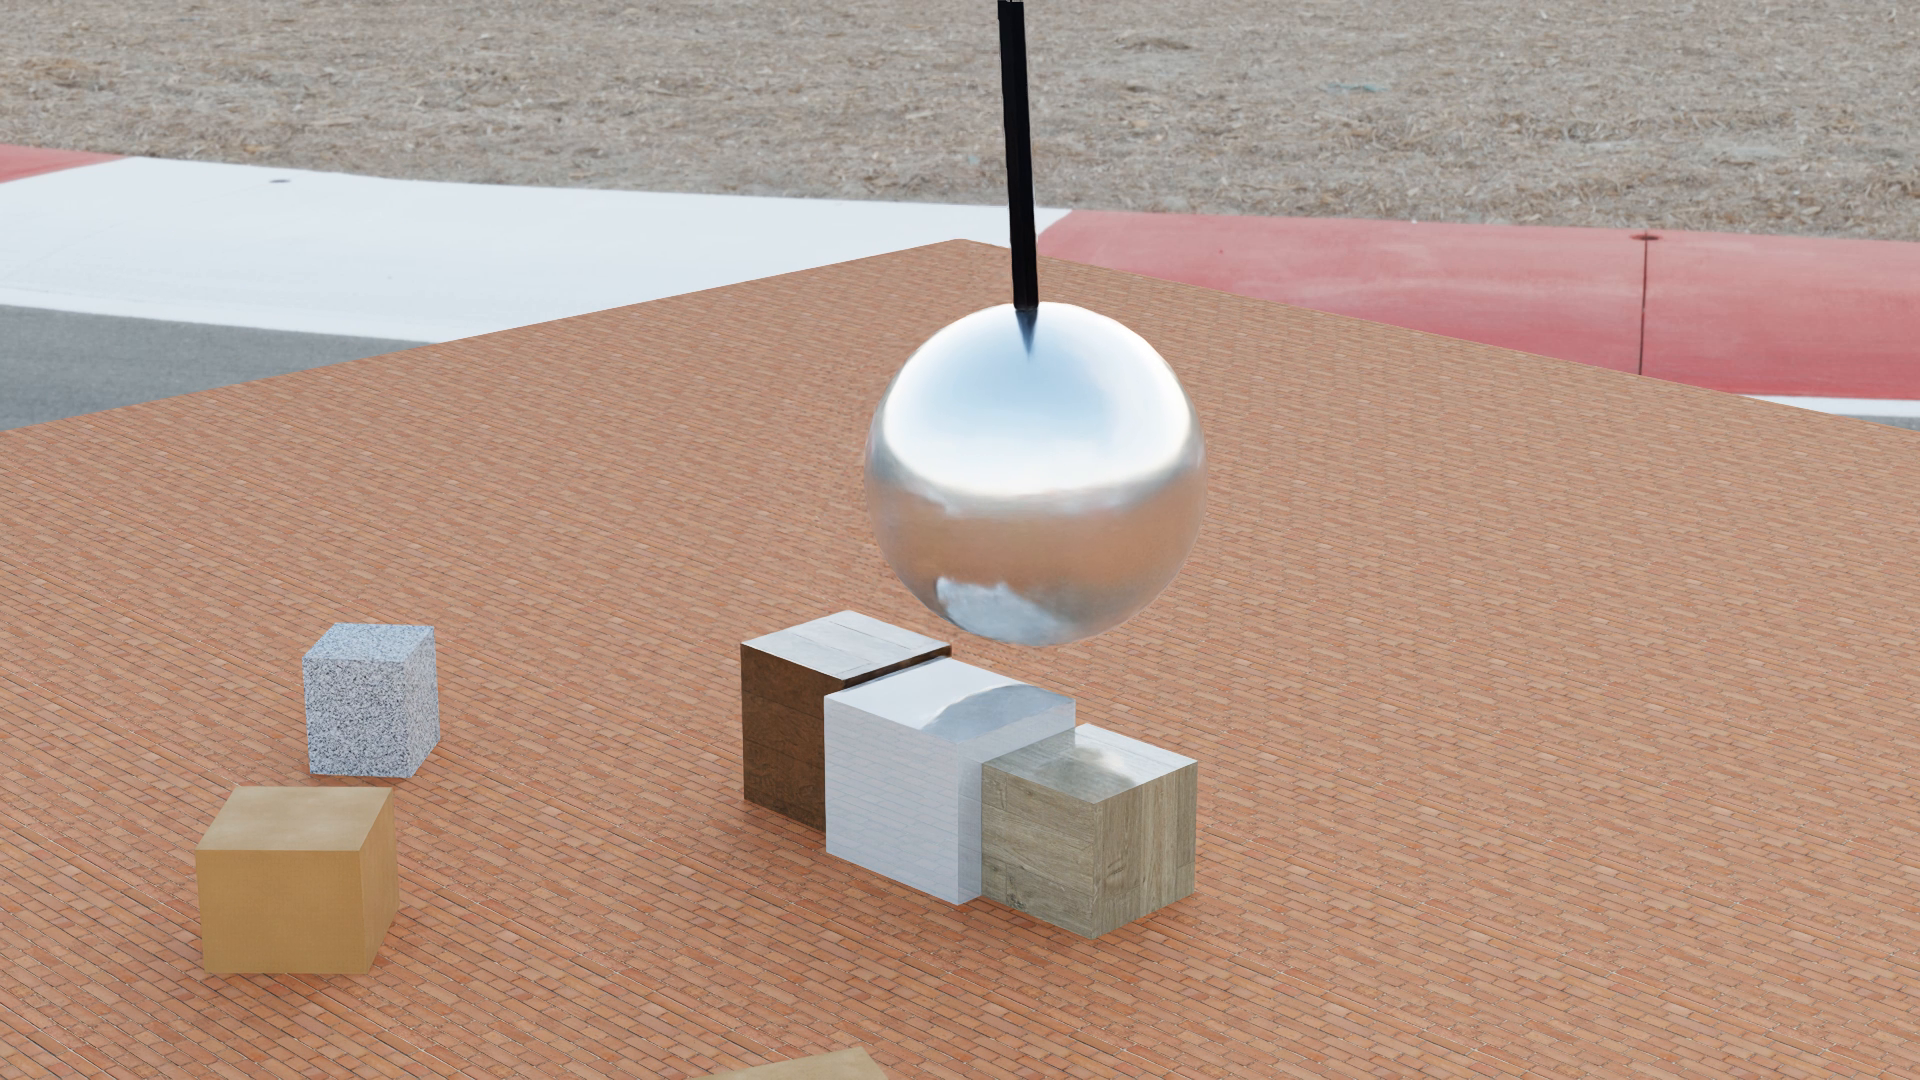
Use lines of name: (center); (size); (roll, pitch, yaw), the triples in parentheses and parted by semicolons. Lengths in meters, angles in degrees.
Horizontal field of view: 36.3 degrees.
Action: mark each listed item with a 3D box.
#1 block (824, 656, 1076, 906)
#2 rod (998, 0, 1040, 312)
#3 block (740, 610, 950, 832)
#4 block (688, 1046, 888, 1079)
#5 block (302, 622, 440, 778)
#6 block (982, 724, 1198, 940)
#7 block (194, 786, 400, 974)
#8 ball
block: (-0.048, 1.095, 13.568); (0.857, 0.776, 0.774); (16, 24, 42)
rod: (0.151, -3.481, 12.406); (0.080, 5.200, 0.080); (17, 29, 42)
block: (-0.549, 0.883, 14.187); (0.702, 0.808, 0.728); (-17, 24, -42)
block: (-0.534, 2.254, 10.119); (0.704, 0.631, 0.746); (-7, 19, -21)
block: (-2.958, 0.802, 14.767); (0.516, 0.614, 0.536); (2, 18, 6)
block: (0.580, 1.295, 13.153); (0.668, 0.642, 0.693); (16, 24, 42)
block: (-2.862, 1.468, 12.726); (0.694, 0.568, 0.701); (0, 17, 1)
ball: (0.349, -0.308, 13.611); (1.600, 1.600, 1.600); (0, 17, 0)
